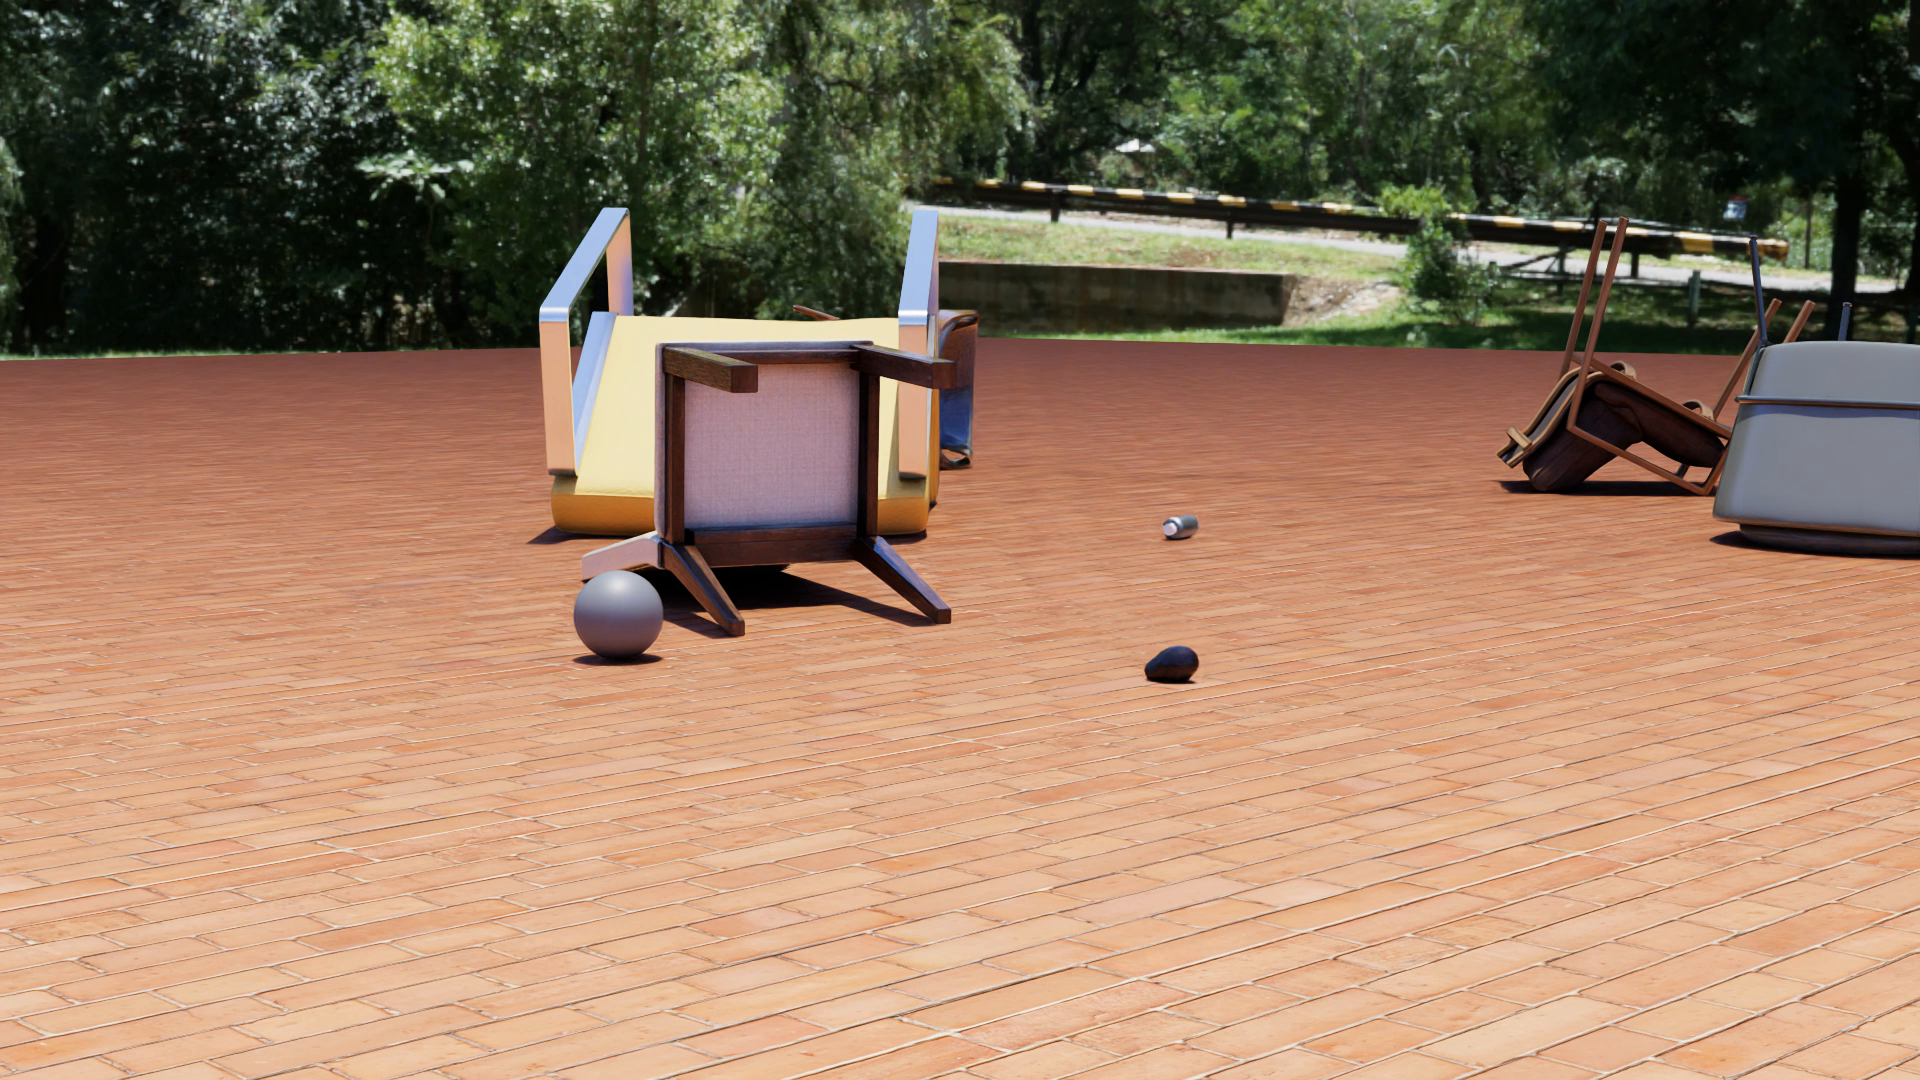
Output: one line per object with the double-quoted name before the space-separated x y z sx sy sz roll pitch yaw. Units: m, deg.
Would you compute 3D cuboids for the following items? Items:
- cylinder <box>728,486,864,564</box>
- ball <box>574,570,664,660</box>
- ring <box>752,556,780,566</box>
"cylinder" -0.389 -0.038 6.034 0.246 0.154 0.331 1 5 -17
"ball" -0.587 0.129 4.409 0.154 0.154 0.154 0 6 0
"ring" -0.441 0.048 5.844 0.061 0.021 0.068 0 5 -6
